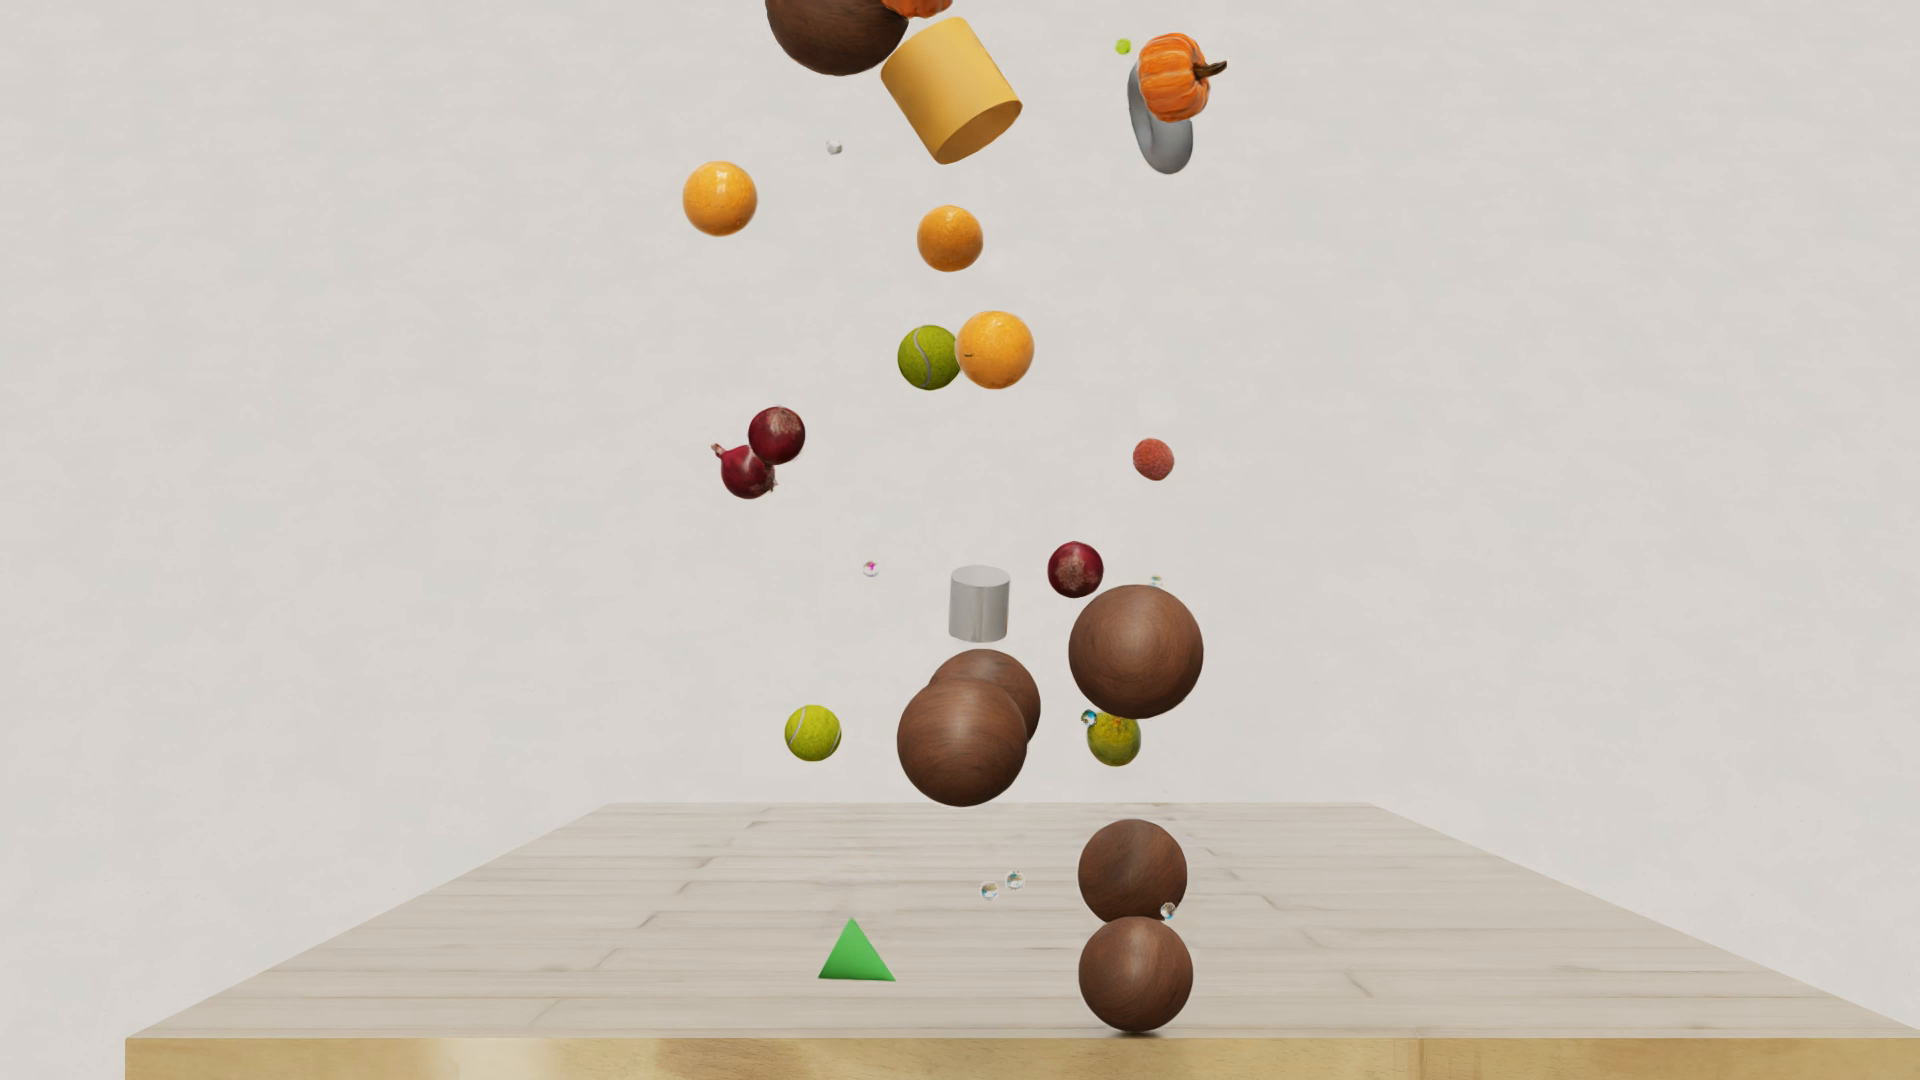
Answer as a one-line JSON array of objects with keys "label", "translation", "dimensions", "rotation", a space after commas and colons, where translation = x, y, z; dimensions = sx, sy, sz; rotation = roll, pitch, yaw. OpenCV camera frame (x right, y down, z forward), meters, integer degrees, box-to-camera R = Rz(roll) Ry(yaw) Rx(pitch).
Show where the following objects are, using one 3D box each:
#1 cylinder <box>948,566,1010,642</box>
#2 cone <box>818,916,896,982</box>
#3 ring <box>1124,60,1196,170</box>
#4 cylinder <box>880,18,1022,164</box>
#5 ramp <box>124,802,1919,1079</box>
[{"label": "cylinder", "translation": [0.020, 0.067, 2.724], "dimensions": [0.063, 0.063, 0.063], "rotation": [3, 20, -1]}, {"label": "cone", "translation": [-0.109, 0.491, 3.008], "dimensions": [0.082, 0.082, 0.082], "rotation": [29, 40, 2]}, {"label": "ring", "translation": [0.197, -0.418, 2.562], "dimensions": [0.039, 0.117, 0.117], "rotation": [-24, 40, -7]}, {"label": "cylinder", "translation": [-0.008, -0.430, 2.491], "dimensions": [0.099, 0.099, 0.099], "rotation": [-27, 78, -32]}, {"label": "ramp", "translation": [0.079, 0.671, 4.865], "dimensions": [2.000, 0.100, 4.000], "rotation": [0, -2, 0]}]
